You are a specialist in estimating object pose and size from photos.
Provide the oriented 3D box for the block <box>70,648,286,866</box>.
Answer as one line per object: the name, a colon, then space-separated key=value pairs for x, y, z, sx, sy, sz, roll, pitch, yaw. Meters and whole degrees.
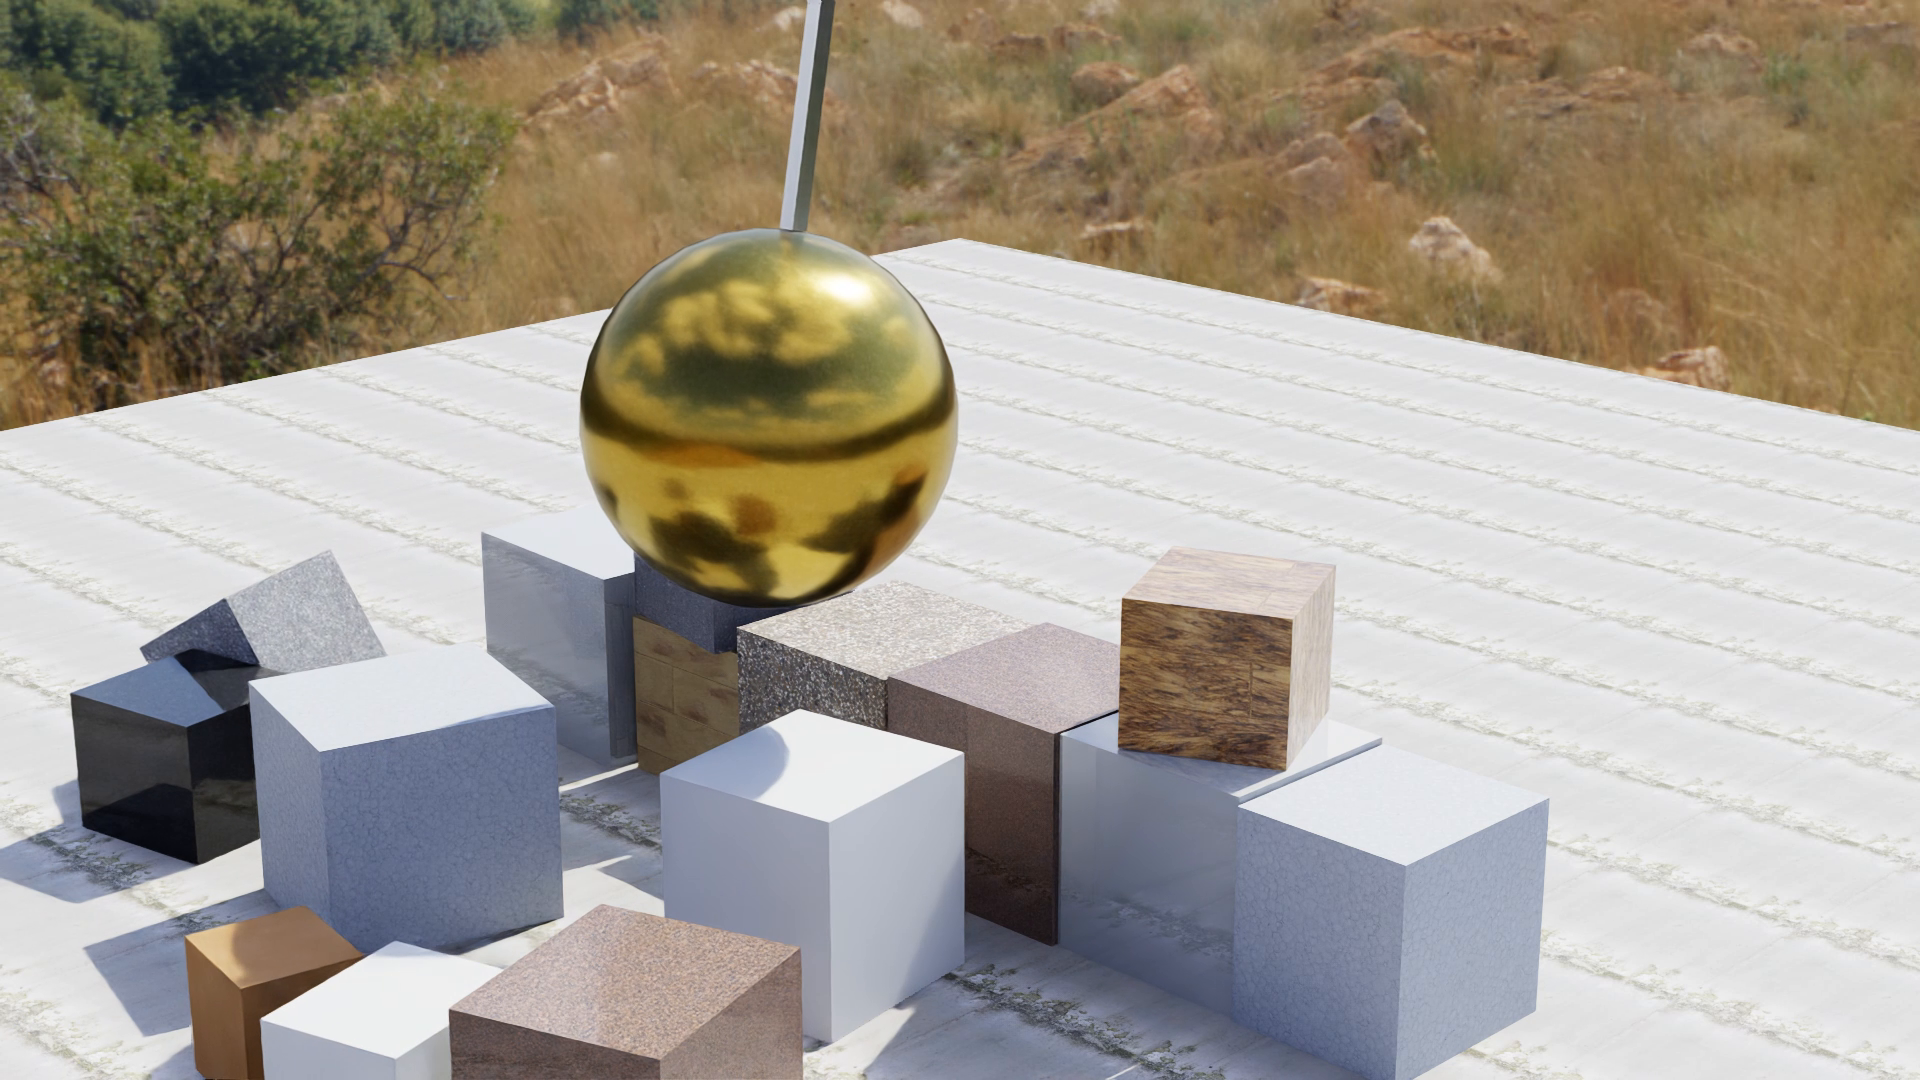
block: x=-3.638 y=1.018 z=13.962 sx=0.798 sy=0.686 sz=0.759 roll=11 pitch=21 yaw=32

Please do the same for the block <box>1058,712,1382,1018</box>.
block: x=1.108 y=1.297 z=12.576 sx=0.946 sy=0.984 sz=0.985 roll=-17 pitch=24 yaw=-42

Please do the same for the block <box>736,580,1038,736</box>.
block: x=-0.327 y=0.872 z=13.956 sx=1.037 sy=0.968 sz=1.010 roll=-17 pitch=24 yaw=-42

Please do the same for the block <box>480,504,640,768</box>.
block: x=-1.698 y=0.436 z=15.293 sx=1.126 sy=0.997 sz=1.083 roll=-15 pitch=23 yaw=-40

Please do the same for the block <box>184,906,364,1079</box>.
block: x=-2.666 y=1.853 z=11.479 sx=0.501 sy=0.581 sz=0.569 roll=-12 pitch=21 yaw=-33

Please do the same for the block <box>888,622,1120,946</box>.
block: x=0.402 y=1.076 z=13.270 sx=1.016 sy=0.990 sz=1.038 roll=17 pitch=24 yaw=42

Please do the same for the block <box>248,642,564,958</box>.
block: x=-2.458 y=1.151 z=13.017 sx=1.055 sy=0.999 sz=0.981 roll=-10 pitch=20 yaw=-29

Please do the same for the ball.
ball: x=-0.801 y=-0.511 z=12.341 sx=1.600 sy=1.600 sz=1.600 roll=0 pitch=17 yaw=0

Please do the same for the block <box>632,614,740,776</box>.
block: x=-0.993 y=0.753 z=14.608 sx=0.843 sy=0.804 sz=0.914 roll=17 pitch=24 yaw=42

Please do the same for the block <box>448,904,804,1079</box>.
block: x=-1.179 y=1.979 z=10.561 sx=0.861 sy=0.890 sz=0.974 roll=8 pitch=19 yaw=25

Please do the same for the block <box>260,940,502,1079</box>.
block: x=-2.052 y=2.005 z=10.765 sx=0.619 sy=0.720 sz=0.749 roll=9 pitch=20 yaw=28

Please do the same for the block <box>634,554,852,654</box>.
block: x=-1.067 y=0.065 z=14.348 sx=0.779 sy=0.665 sz=0.779 roll=-12 pitch=21 yaw=-33

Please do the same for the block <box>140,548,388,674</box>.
block: x=-3.458 y=0.601 z=14.654 sx=0.796 sy=0.703 sz=0.711 roll=-25 pitch=4 yaw=40

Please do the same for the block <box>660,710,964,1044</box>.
block: x=-0.609 y=1.387 z=12.313 sx=0.883 sy=0.970 sz=0.920 roll=12 pitch=21 yaw=34

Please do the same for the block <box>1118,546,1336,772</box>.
block: x=1.134 y=0.487 z=12.399 sx=0.724 sy=0.661 sz=0.757 roll=7 pitch=19 yaw=19

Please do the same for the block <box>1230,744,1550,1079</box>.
block: x=1.749 y=1.509 z=11.953 sx=0.963 sy=0.954 sz=0.834 roll=-17 pitch=24 yaw=-42

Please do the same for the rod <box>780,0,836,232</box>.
rod: x=-0.347 y=-3.832 z=11.773 sx=0.080 sy=5.200 sz=0.080 roll=17 pitch=13 yaw=42
